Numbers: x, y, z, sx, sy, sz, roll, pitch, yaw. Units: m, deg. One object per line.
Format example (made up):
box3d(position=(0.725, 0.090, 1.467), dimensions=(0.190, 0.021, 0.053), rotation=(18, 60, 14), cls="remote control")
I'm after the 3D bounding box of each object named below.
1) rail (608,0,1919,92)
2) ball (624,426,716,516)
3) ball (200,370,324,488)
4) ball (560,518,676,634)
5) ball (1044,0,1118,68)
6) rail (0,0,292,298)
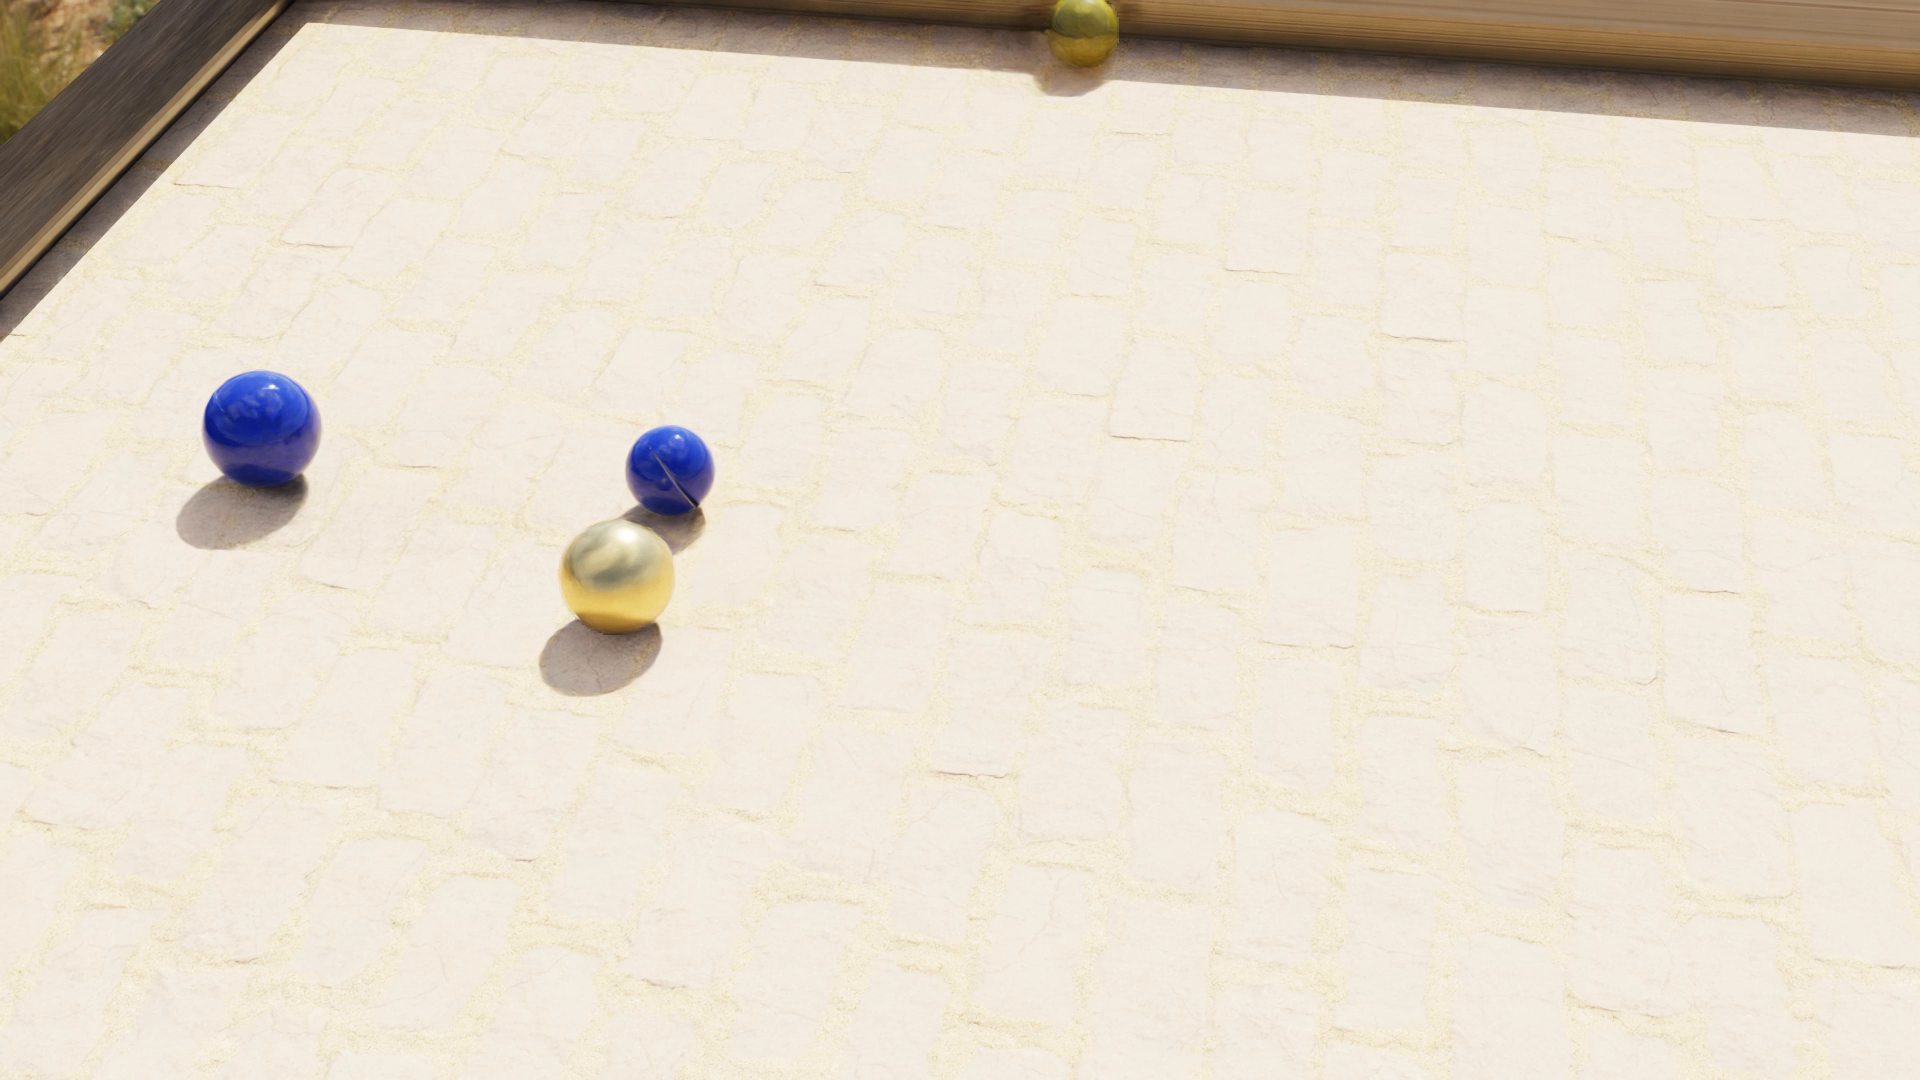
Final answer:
box3d(position=(1.063, -0.484, 2.544), dimensions=(3.626, 0.120, 0.045), rotation=(6, 35, 8), cls="rail")
box3d(position=(-0.222, -0.053, 1.964), dimensions=(0.070, 0.070, 0.070), rotation=(0, 35, 0), cls="ball")
box3d(position=(-0.542, -0.086, 1.992), dimensions=(0.092, 0.092, 0.092), rotation=(0, 35, 0), cls="ball")
box3d(position=(-0.245, 0.026, 1.837), dimensions=(0.083, 0.083, 0.083), rotation=(0, 35, 0), cls="ball")
box3d(position=(0.125, -0.525, 2.644), dimensions=(0.076, 0.076, 0.076), rotation=(0, 35, 0), cls="ball")
box3d(position=(-0.870, -0.101, 1.986), dimensions=(0.045, 0.120, 2.039), rotation=(6, 35, 8), cls="rail")
